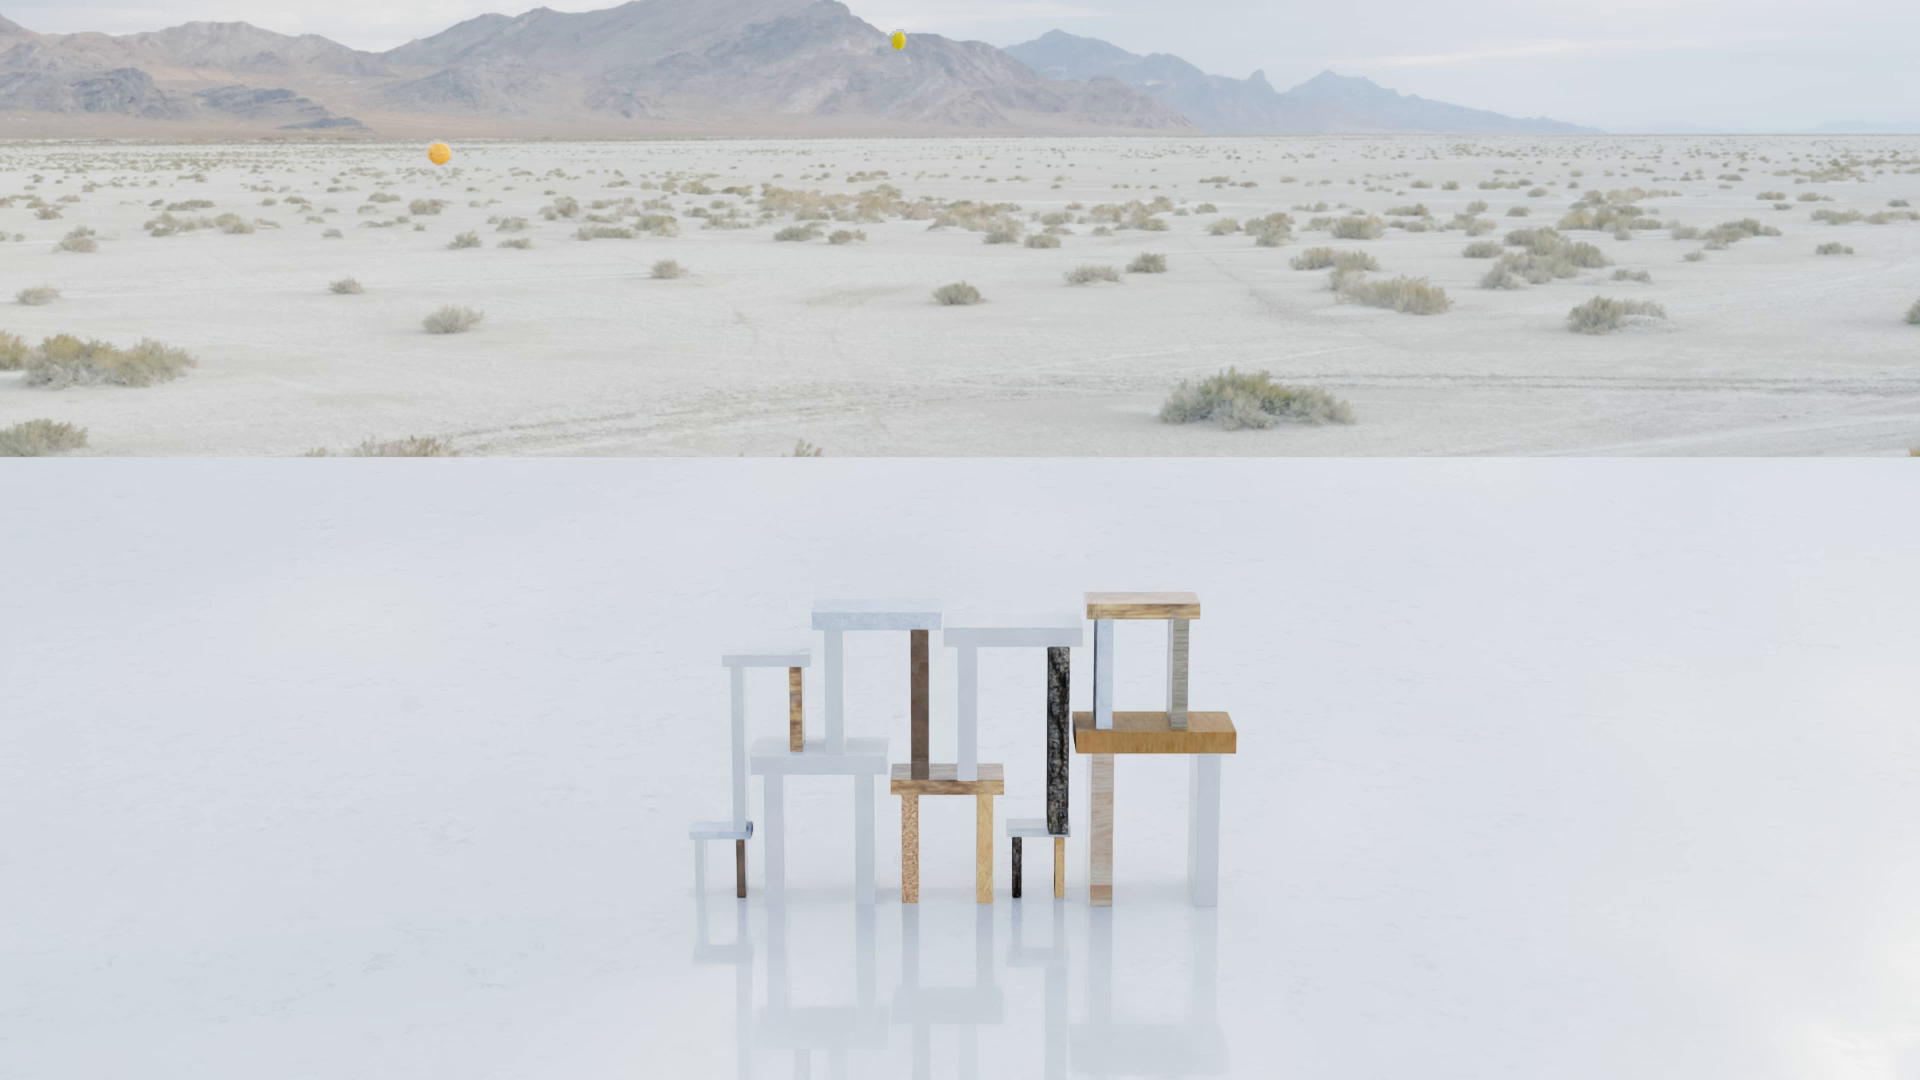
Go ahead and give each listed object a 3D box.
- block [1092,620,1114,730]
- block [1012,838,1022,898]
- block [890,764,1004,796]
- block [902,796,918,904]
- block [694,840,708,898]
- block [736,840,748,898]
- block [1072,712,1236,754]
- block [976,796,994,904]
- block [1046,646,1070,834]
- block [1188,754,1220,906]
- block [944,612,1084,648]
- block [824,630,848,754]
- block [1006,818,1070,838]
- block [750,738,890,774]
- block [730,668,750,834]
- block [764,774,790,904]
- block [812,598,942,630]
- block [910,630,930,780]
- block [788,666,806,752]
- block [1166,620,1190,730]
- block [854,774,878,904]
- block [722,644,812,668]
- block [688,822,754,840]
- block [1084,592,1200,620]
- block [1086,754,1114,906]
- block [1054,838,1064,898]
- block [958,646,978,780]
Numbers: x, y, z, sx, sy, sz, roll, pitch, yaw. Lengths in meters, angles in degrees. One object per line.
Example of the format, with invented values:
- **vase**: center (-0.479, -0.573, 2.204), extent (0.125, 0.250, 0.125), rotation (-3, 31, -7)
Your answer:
- **block**: center (0.234, 0.209, 3.598), extent (0.026, 0.183, 0.091), rotation (0, 11, 0)
- **block**: center (0.095, 0.537, 3.663), extent (0.015, 0.106, 0.053), rotation (0, 11, 0)
- **block**: center (-0.021, 0.395, 3.632), extent (0.185, 0.026, 0.093), rotation (0, 11, 0)
- **block**: center (-0.083, 0.499, 3.652), extent (0.026, 0.185, 0.093), rotation (0, 11, 0)
- **block**: center (-0.430, 0.539, 3.664), extent (0.014, 0.102, 0.051), rotation (0, 11, 0)
- **block**: center (-0.363, 0.539, 3.664), extent (0.014, 0.102, 0.051), rotation (0, 11, -1)
- **block**: center (0.318, 0.317, 3.621), extent (0.259, 0.037, 0.130), rotation (0, 11, 0)
- **block**: center (0.041, 0.499, 3.652), extent (0.026, 0.185, 0.093), rotation (0, 11, 0)
- **block**: center (0.161, 0.316, 3.617), extent (0.032, 0.315, 0.112), rotation (0, 11, 0)
- **block**: center (0.404, 0.462, 3.648), extent (0.037, 0.259, 0.130), rotation (0, 11, 0)
- **block**: center (0.086, 0.146, 3.587), extent (0.224, 0.032, 0.112), rotation (0, 11, 1)
- **block**: center (-0.204, 0.238, 3.607), extent (0.029, 0.208, 0.104), rotation (0, 11, 0)
- **block**: center (0.130, 0.478, 3.651), extent (0.106, 0.015, 0.053), rotation (0, 11, 0)
- **block**: center (-0.230, 0.356, 3.627), extent (0.222, 0.031, 0.111), rotation (0, 11, 0)
- **block**: center (-0.362, 0.337, 3.624), extent (0.020, 0.281, 0.072), rotation (0, 11, -1)
- **block**: center (-0.304, 0.481, 3.650), extent (0.031, 0.222, 0.111), rotation (0, 11, 0)
- **block**: center (-0.134, 0.121, 3.585), extent (0.208, 0.029, 0.104), rotation (0, 11, 0)
- **block**: center (-0.065, 0.258, 3.611), extent (0.029, 0.250, 0.104), rotation (0, 11, 0)
- **block**: center (-0.267, 0.269, 3.613), extent (0.020, 0.143, 0.072), rotation (0, 11, 0)
- **block**: center (0.356, 0.209, 3.598), extent (0.026, 0.183, 0.091), rotation (0, 11, 0)
- **block**: center (-0.155, 0.481, 3.650), extent (0.031, 0.222, 0.111), rotation (0, 11, 0)
- **block**: center (-0.314, 0.189, 3.597), extent (0.143, 0.020, 0.072), rotation (0, 11, -1)
- **block**: center (-0.396, 0.482, 3.652), extent (0.102, 0.014, 0.051), rotation (0, 11, -1)
- **block**: center (0.295, 0.107, 3.579), extent (0.183, 0.026, 0.091), rotation (0, 11, 0)
- **block**: center (0.231, 0.462, 3.648), extent (0.037, 0.259, 0.130), rotation (0, 11, 0)
- **block**: center (0.165, 0.537, 3.663), extent (0.015, 0.106, 0.053), rotation (0, 11, 0)
- **block**: center (0.012, 0.271, 3.611), extent (0.032, 0.224, 0.112), rotation (0, 11, 0)
